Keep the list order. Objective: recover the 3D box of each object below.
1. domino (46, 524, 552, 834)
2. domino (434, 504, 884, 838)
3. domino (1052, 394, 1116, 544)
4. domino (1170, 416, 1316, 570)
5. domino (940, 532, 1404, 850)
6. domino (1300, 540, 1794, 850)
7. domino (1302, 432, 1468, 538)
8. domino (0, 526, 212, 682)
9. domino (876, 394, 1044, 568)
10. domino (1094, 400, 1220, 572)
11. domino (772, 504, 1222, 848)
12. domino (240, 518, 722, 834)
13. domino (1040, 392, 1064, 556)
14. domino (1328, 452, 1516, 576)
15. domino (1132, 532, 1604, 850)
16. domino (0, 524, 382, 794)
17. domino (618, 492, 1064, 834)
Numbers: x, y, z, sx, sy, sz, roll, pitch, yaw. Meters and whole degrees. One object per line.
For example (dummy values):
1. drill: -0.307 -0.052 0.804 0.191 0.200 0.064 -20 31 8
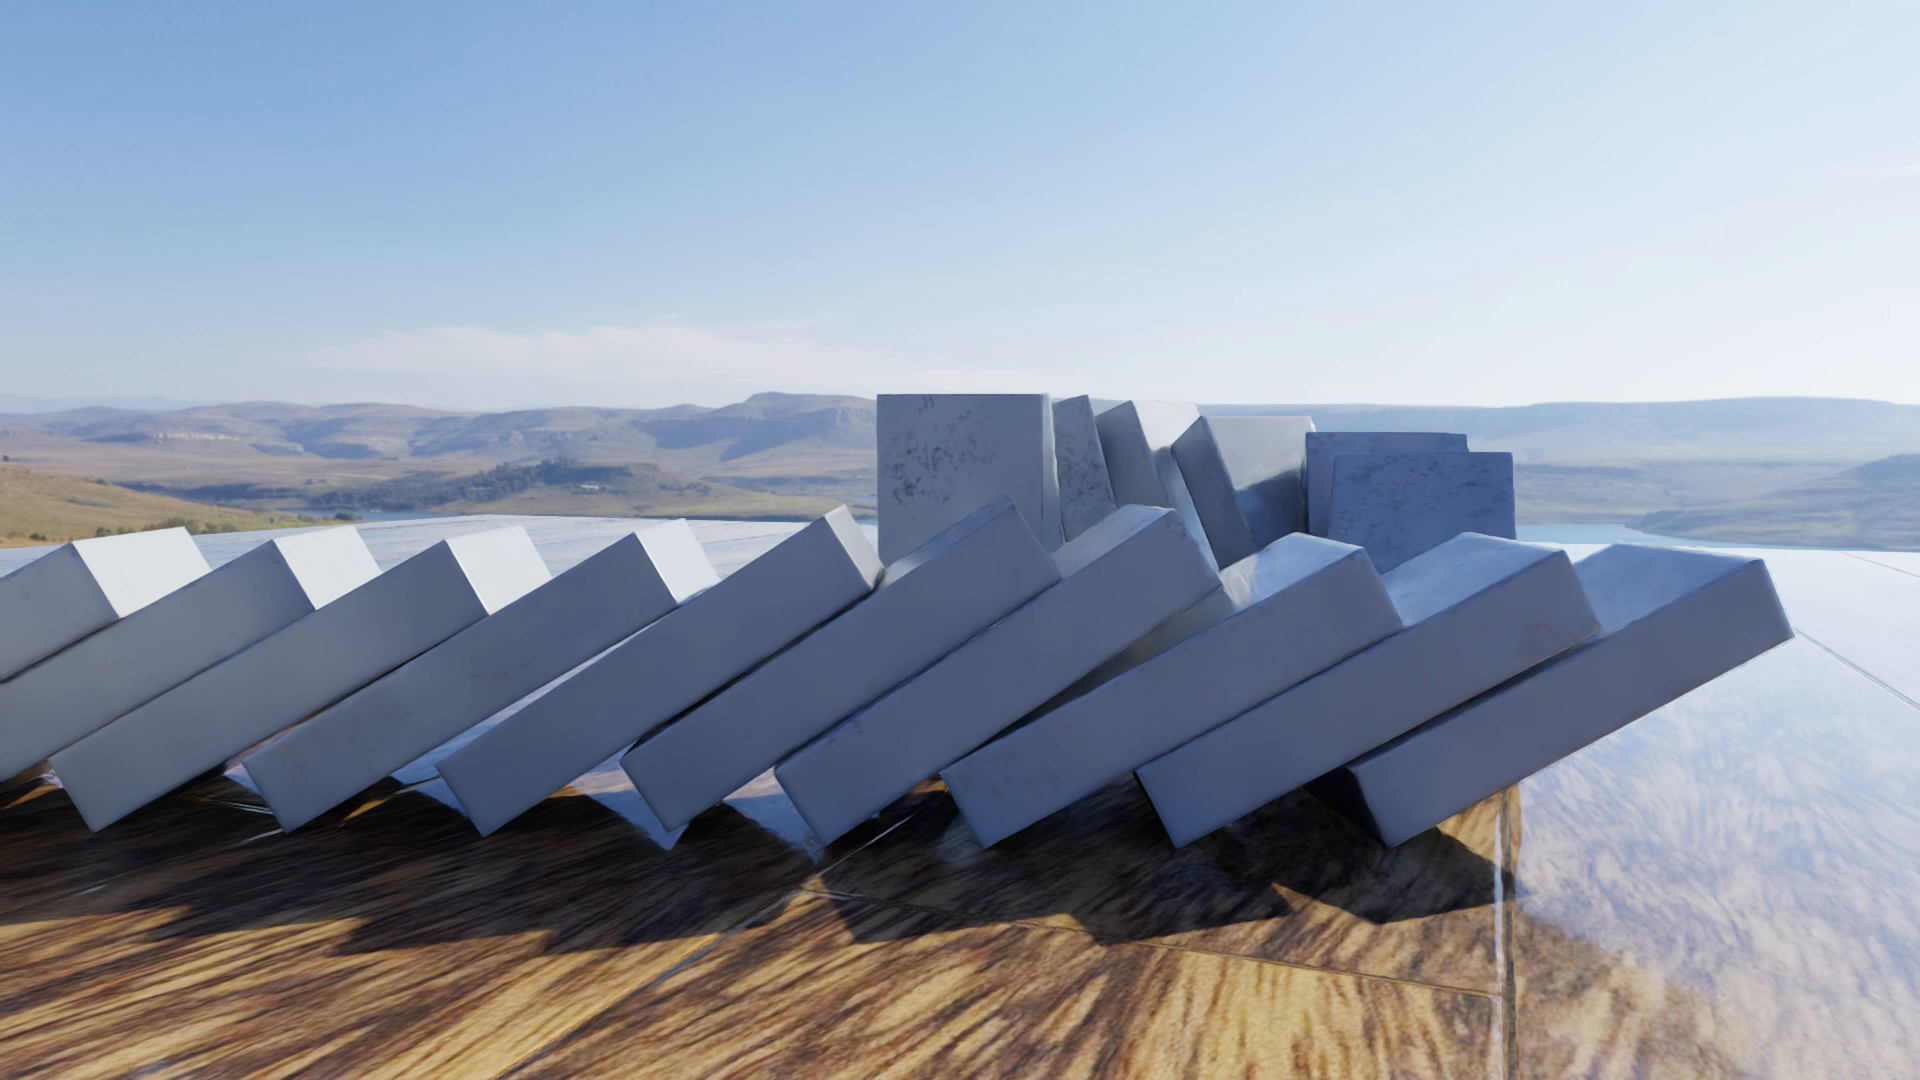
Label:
1. domino: -0.075 0.015 0.152 0.050 0.010 0.025 -29 4 2
2. domino: -0.033 0.014 0.150 0.050 0.009 0.025 -33 4 2
3. domino: 0.022 0.000 0.226 0.009 0.050 0.025 -15 5 -3
4. domino: 0.056 0.003 0.214 0.025 0.050 0.009 -3 -28 -30
5. domino: 0.022 0.016 0.146 0.050 0.009 0.025 -28 5 0
6. domino: 0.064 0.016 0.148 0.050 0.009 0.025 -26 7 -4
7. domino: 0.067 0.005 0.198 0.025 0.050 0.009 2 -36 11
8. domino: -0.117 0.015 0.149 0.050 0.009 0.025 -29 7 -4
9. domino: 0.000 0.002 0.200 0.025 0.050 0.009 0 7 0
10. domino: 0.040 0.001 0.225 0.009 0.050 0.025 -23 -10 34
11. domino: 0.003 0.014 0.146 0.050 0.009 0.025 -33 5 -2
12. domino: -0.054 0.015 0.151 0.050 0.010 0.025 -30 4 2
13. domino: 0.006 0.001 0.218 0.009 0.050 0.025 -10 9 -33
14. domino: 0.064 0.008 0.179 0.025 0.010 0.050 2 48 19
15. domino: 0.042 0.016 0.146 0.050 0.009 0.025 -28 5 1
16. domino: -0.097 0.015 0.153 0.050 0.009 0.025 -29 7 -4
17. domino: -0.013 0.013 0.148 0.050 0.009 0.025 -33 5 2
